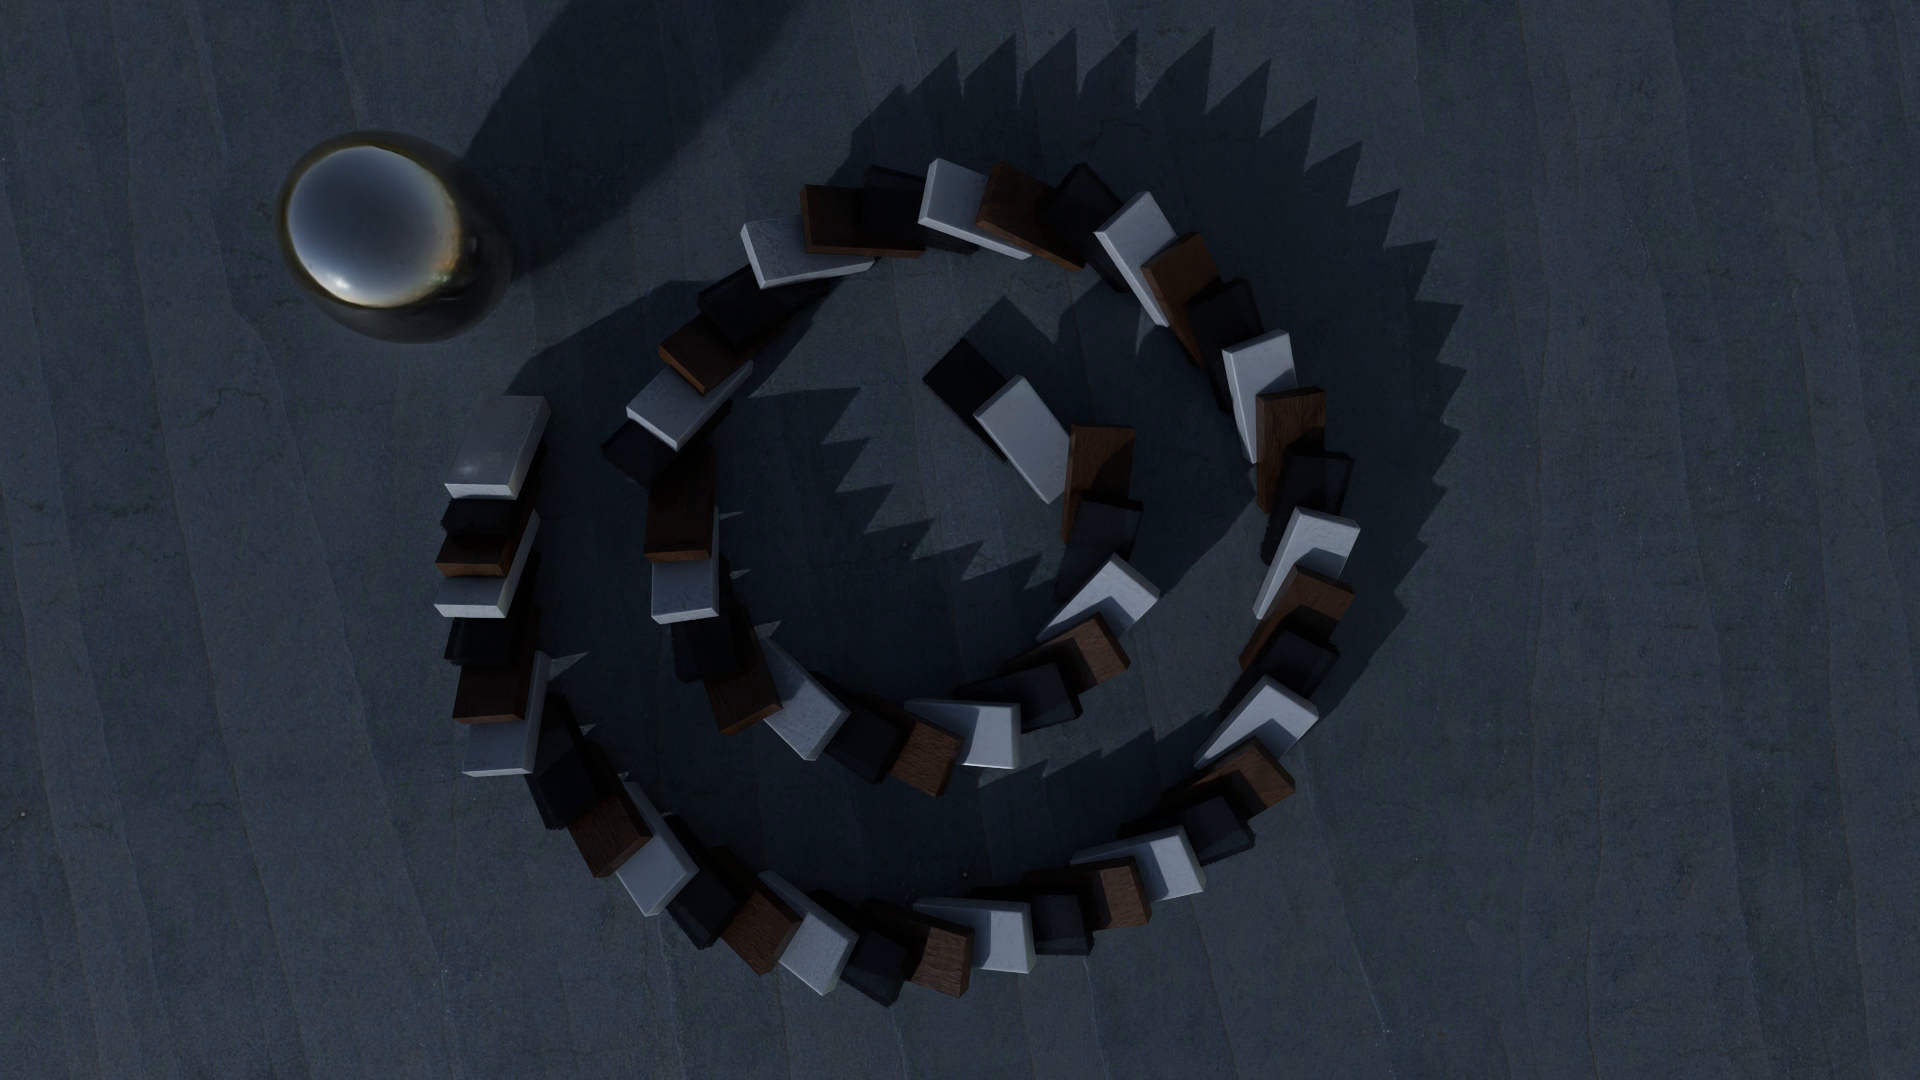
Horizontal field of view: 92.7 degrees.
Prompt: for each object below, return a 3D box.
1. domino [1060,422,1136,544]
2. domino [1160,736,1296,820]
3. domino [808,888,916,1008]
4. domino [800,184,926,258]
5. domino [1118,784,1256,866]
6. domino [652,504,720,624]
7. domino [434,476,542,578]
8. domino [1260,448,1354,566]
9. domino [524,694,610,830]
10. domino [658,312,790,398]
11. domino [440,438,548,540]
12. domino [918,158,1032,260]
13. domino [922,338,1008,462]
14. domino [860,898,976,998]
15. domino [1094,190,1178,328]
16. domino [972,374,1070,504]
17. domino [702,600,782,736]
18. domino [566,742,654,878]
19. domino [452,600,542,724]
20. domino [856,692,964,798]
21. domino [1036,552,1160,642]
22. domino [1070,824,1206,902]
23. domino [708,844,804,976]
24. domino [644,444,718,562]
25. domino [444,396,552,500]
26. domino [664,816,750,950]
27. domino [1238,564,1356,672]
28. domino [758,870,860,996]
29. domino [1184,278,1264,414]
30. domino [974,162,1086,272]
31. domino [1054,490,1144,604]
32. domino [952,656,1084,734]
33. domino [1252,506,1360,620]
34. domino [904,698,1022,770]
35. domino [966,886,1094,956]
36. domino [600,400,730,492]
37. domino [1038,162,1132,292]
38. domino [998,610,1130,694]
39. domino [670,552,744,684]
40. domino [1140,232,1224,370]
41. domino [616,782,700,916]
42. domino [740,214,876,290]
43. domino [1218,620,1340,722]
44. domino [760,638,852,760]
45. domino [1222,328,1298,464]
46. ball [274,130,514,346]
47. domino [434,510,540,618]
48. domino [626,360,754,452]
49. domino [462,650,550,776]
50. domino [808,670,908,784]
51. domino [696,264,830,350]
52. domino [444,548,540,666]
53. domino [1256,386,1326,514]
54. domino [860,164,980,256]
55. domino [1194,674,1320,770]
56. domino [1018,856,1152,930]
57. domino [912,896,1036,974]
[{"bbox_3d":[0.058,-0.023,0.387,0.025,0.009,0.050,2,106,-7],"label":"domino"},{"bbox_3d":[0.112,0.106,0.385,0.050,0.010,0.025,-42,90,25],"label":"domino"},{"bbox_3d":[-0.045,0.171,0.385,0.050,0.009,0.025,19,90,24],"label":"domino"},{"bbox_3d":[-0.041,-0.133,0.385,0.050,0.009,0.025,-6,90,-25],"label":"domino"},{"bbox_3d":[0.095,0.125,0.385,0.050,0.010,0.025,-31,90,24],"label":"domino"},{"bbox_3d":[-0.115,0.009,0.385,0.025,0.009,0.050,-8,65,1],"label":"domino"},{"bbox_3d":[-0.195,-0.008,0.381,0.025,0.009,0.050,1,53,0],"label":"domino"},{"bbox_3d":[0.145,-0.013,0.385,0.025,0.010,0.050,5,115,0],"label":"domino"},{"bbox_3d":[-0.170,0.093,0.386,0.025,0.010,0.050,-36,67,0],"label":"domino"},{"bbox_3d":[-0.098,-0.085,0.385,0.025,0.009,0.050,43,65,0],"label":"domino"},{"bbox_3d":[-0.193,-0.023,0.381,0.025,0.010,0.050,1,53,0],"label":"domino"},{"bbox_3d":[0.009,-0.138,0.385,0.050,0.009,0.025,11,90,-24],"label":"domino"},{"bbox_3d":[0.010,-0.060,0.395,0.050,0.010,0.025,45,90,0],"label":"domino"},{"bbox_3d":[-0.020,0.171,0.385,0.050,0.009,0.025,7,90,25],"label":"domino"},{"bbox_3d":[0.081,-0.117,0.385,0.025,0.009,0.050,-42,115,0],"label":"domino"},{"bbox_3d":[0.031,-0.042,0.386,0.025,0.010,0.050,-42,113,0],"label":"domino"},{"bbox_3d":[-0.095,0.053,0.384,0.025,0.010,0.050,-28,64,2],"label":"domino"},{"bbox_3d":[-0.153,0.113,0.386,0.025,0.009,0.050,-42,66,0],"label":"domino"},{"bbox_3d":[-0.194,0.051,0.385,0.025,0.009,0.050,-4,64,1],"label":"domino"},{"bbox_3d":[-0.025,0.085,0.385,0.050,0.009,0.025,20,91,25],"label":"domino"},{"bbox_3d":[0.057,0.031,0.384,0.025,0.010,0.050,39,117,-1],"label":"domino"},{"bbox_3d":[0.074,0.139,0.385,0.050,0.010,0.025,-24,90,24],"label":"domino"},{"bbox_3d":[-0.092,0.155,0.386,0.050,0.010,0.025,32,90,24],"label":"domino"},{"bbox_3d":[-0.117,-0.016,0.385,0.025,0.010,0.050,-4,65,0],"label":"domino"},{"bbox_3d":[-0.191,-0.039,0.381,0.025,0.009,0.050,1,53,0],"label":"domino"},{"bbox_3d":[-0.114,0.143,0.386,0.050,0.009,0.025,39,90,24],"label":"domino"},{"bbox_3d":[0.141,0.037,0.385,0.025,0.009,0.050,21,114,0],"label":"domino"},{"bbox_3d":[-0.069,0.164,0.385,0.050,0.010,0.025,26,90,24],"label":"domino"},{"bbox_3d":[0.115,-0.081,0.385,0.025,0.009,0.050,-27,114,0],"label":"domino"},{"bbox_3d":[0.033,-0.135,0.385,0.050,0.009,0.025,18,90,-25],"label":"domino"},{"bbox_3d":[0.057,0.005,0.383,0.025,0.009,0.050,12,120,0],"label":"domino"},{"bbox_3d":[0.024,0.068,0.385,0.050,0.010,0.025,-21,90,26],"label":"domino"},{"bbox_3d":[0.145,0.013,0.385,0.025,0.009,0.050,14,114,0],"label":"domino"},{"bbox_3d":[0.001,0.081,0.385,0.050,0.009,0.025,-2,90,26],"label":"domino"},{"bbox_3d":[0.029,0.160,0.386,0.050,0.009,0.025,-11,90,24],"label":"domino"},{"bbox_3d":[-0.123,-0.047,0.385,0.025,0.009,0.050,37,65,0],"label":"domino"},{"bbox_3d":[0.060,-0.130,0.385,0.050,0.009,0.025,37,90,-25],"label":"domino"},{"bbox_3d":[0.043,0.053,0.385,0.050,0.009,0.025,-32,90,26],"label":"domino"},{"bbox_3d":[-0.108,0.032,0.385,0.025,0.010,0.050,-16,65,2],"label":"domino"},{"bbox_3d":[0.099,-0.100,0.385,0.025,0.010,0.050,-36,114,0],"label":"domino"},{"bbox_3d":[-0.134,0.129,0.386,0.025,0.009,0.050,-47,66,0],"label":"domino"},{"bbox_3d":[-0.063,-0.123,0.385,0.050,0.010,0.025,-19,90,-26],"label":"domino"},{"bbox_3d":[0.133,0.060,0.386,0.025,0.010,0.050,26,114,0],"label":"domino"},{"bbox_3d":[-0.072,0.066,0.386,0.050,0.010,0.025,37,90,24],"label":"domino"},{"bbox_3d":[0.128,-0.060,0.385,0.025,0.009,0.050,-20,114,0],"label":"domino"},{"bbox_3d":[-0.219,-0.117,0.360,0.080,0.080,0.080,0,90,0],"label":"ball"},{"bbox_3d":[-0.196,0.008,0.381,0.025,0.009,0.050,1,54,0],"label":"domino"},{"bbox_3d":[-0.112,-0.063,0.384,0.025,0.009,0.050,36,65,0],"label":"domino"},{"bbox_3d":[-0.190,0.072,0.384,0.025,0.010,0.050,-4,64,2],"label":"domino"},{"bbox_3d":[-0.049,0.078,0.385,0.050,0.009,0.025,27,91,25],"label":"domino"},{"bbox_3d":[-0.082,-0.103,0.385,0.050,0.009,0.025,-40,90,-25],"label":"domino"},{"bbox_3d":[-0.196,0.027,0.385,0.025,0.009,0.050,0,64,0],"label":"domino"},{"bbox_3d":[0.139,-0.038,0.385,0.025,0.010,0.050,-9,115,0],"label":"domino"},{"bbox_3d":[-0.016,-0.138,0.385,0.050,0.010,0.025,4,90,-25],"label":"domino"},{"bbox_3d":[0.124,0.083,0.385,0.025,0.010,0.050,33,114,0],"label":"domino"},{"bbox_3d":[0.052,0.150,0.386,0.050,0.009,0.025,-18,90,24],"label":"domino"},{"bbox_3d":[0.006,0.165,0.386,0.050,0.009,0.025,-6,90,24],"label":"domino"}]
